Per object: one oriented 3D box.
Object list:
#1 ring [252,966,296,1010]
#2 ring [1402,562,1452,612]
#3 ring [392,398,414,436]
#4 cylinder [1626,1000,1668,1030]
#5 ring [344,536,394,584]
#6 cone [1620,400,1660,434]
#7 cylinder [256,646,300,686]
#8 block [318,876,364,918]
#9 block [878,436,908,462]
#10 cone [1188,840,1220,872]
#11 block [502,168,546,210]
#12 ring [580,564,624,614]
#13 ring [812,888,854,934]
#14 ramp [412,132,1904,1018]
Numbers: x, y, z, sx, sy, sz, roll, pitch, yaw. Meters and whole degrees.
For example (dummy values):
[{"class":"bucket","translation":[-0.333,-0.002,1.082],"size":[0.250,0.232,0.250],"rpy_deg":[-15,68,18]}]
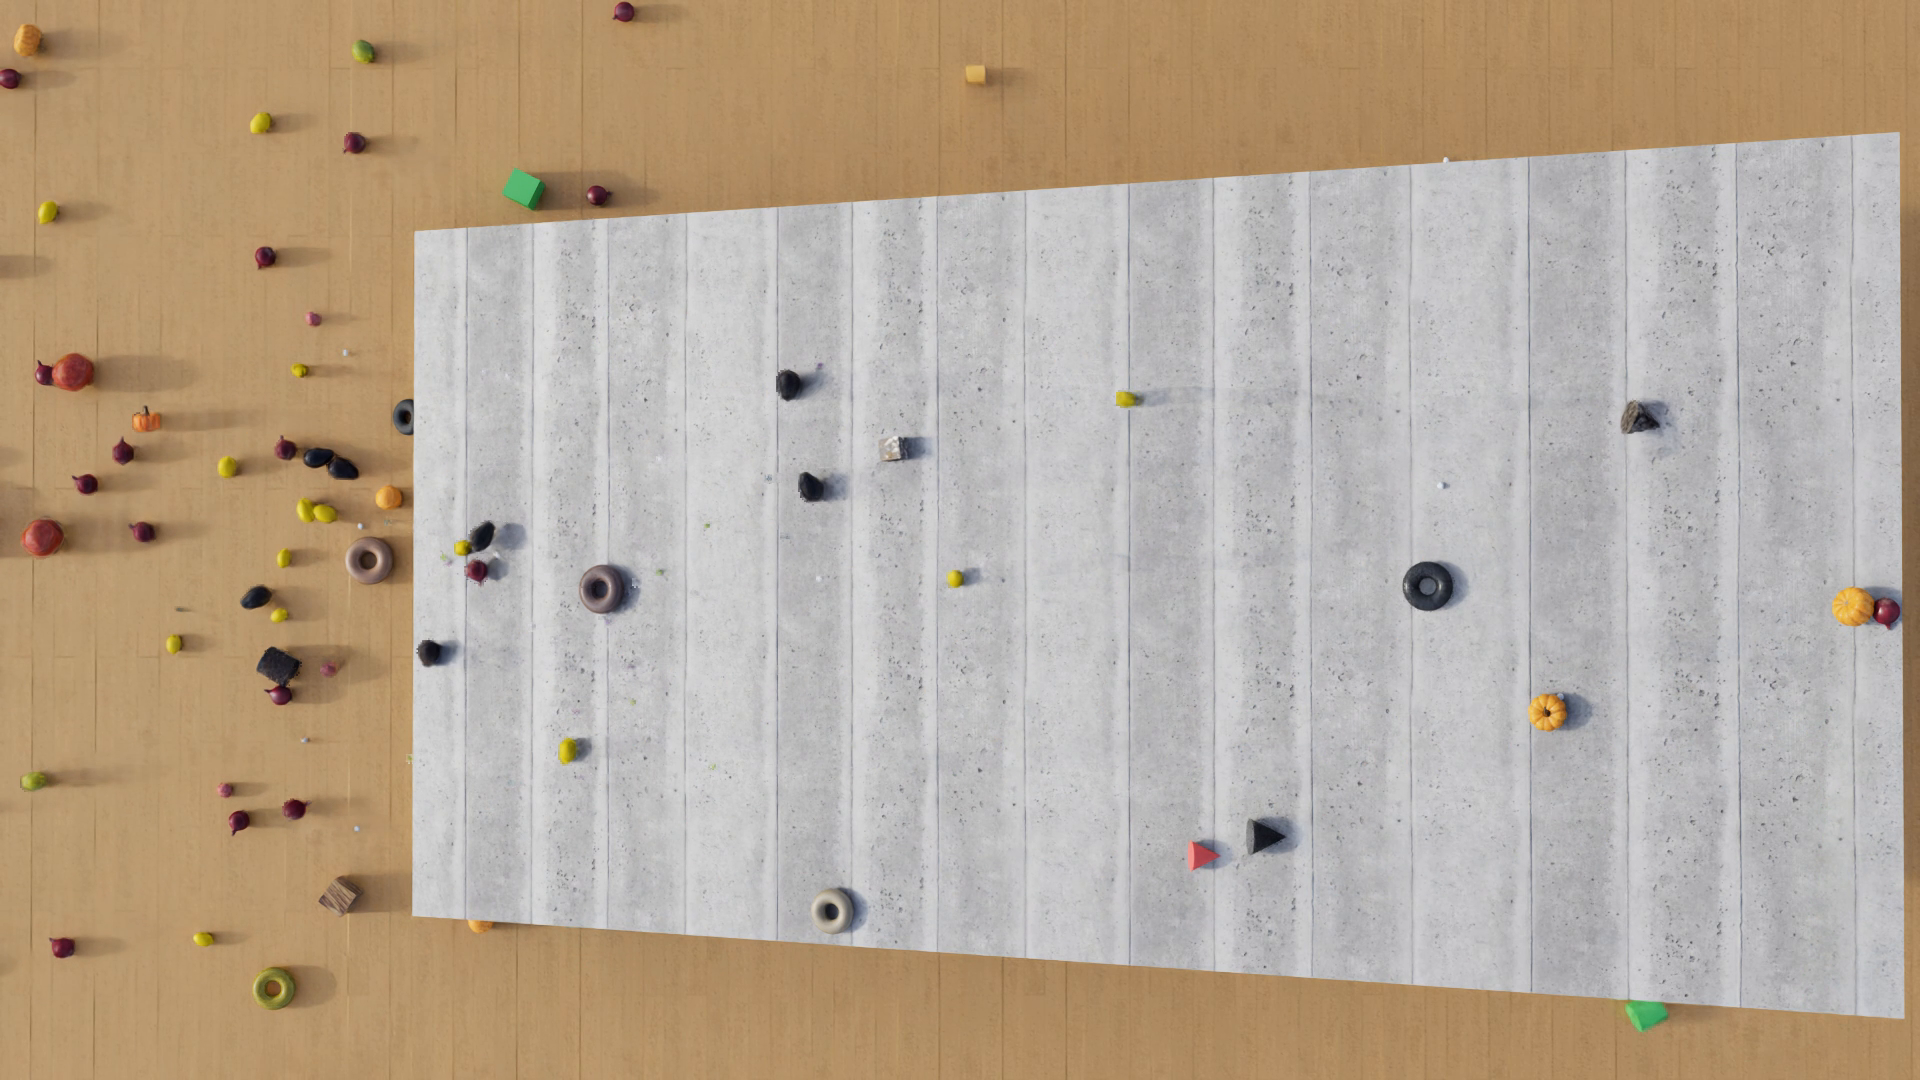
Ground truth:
[{"class":"ring","translation":[-2.022,1.322,6.483],"size":[0.128,0.043,0.128],"rpy_deg":[0,89,-1]},{"class":"ring","translation":[1.133,0.112,5.330],"size":[0.122,0.041,0.122],"rpy_deg":[0,90,21]},{"class":"ring","translation":[-1.628,-0.363,6.491],"size":[0.108,0.036,0.108],"rpy_deg":[1,93,29]},{"class":"cylinder","translation":[2.015,1.384,6.457],"size":[0.086,0.086,0.086],"rpy_deg":[-24,89,-4]},{"class":"ring","translation":[-1.746,0.061,6.496],"size":[0.144,0.048,0.144],"rpy_deg":[0,88,0]},{"class":"cone","translation":[1.605,-0.275,5.150],"size":[0.083,0.083,0.083],"rpy_deg":[17,89,-6]},{"class":"cylinder","translation":[-2.007,0.372,6.472],"size":[0.088,0.088,0.088],"rpy_deg":[30,89,0]},{"class":"block","translation":[-1.820,1.048,6.467],"size":[0.080,0.080,0.080],"rpy_deg":[36,89,0]},{"class":"block","translation":[-0.177,-0.241,5.840],"size":[0.058,0.058,0.058],"rpy_deg":[-8,87,21]},{"class":"cone","translation":[0.618,0.794,5.527],"size":[0.077,0.077,0.077],"rpy_deg":[1,89,-5]},{"class":"block","translation":[-1.287,-1.035,6.491],"size":[0.084,0.084,0.084],"rpy_deg":[26,89,0]},{"class":"ring","translation":[-1.005,0.139,6.168],"size":[0.141,0.047,0.141],"rpy_deg":[-1,88,22]},{"class":"ring","translation":[-0.342,0.996,5.899],"size":[0.123,0.041,0.123],"rpy_deg":[0,90,21]},{"class":"ramp","translation":[0.282,0.087,5.740],"size":[4.000,0.100,2.000],"rpy_deg":[0,89,21]}]
